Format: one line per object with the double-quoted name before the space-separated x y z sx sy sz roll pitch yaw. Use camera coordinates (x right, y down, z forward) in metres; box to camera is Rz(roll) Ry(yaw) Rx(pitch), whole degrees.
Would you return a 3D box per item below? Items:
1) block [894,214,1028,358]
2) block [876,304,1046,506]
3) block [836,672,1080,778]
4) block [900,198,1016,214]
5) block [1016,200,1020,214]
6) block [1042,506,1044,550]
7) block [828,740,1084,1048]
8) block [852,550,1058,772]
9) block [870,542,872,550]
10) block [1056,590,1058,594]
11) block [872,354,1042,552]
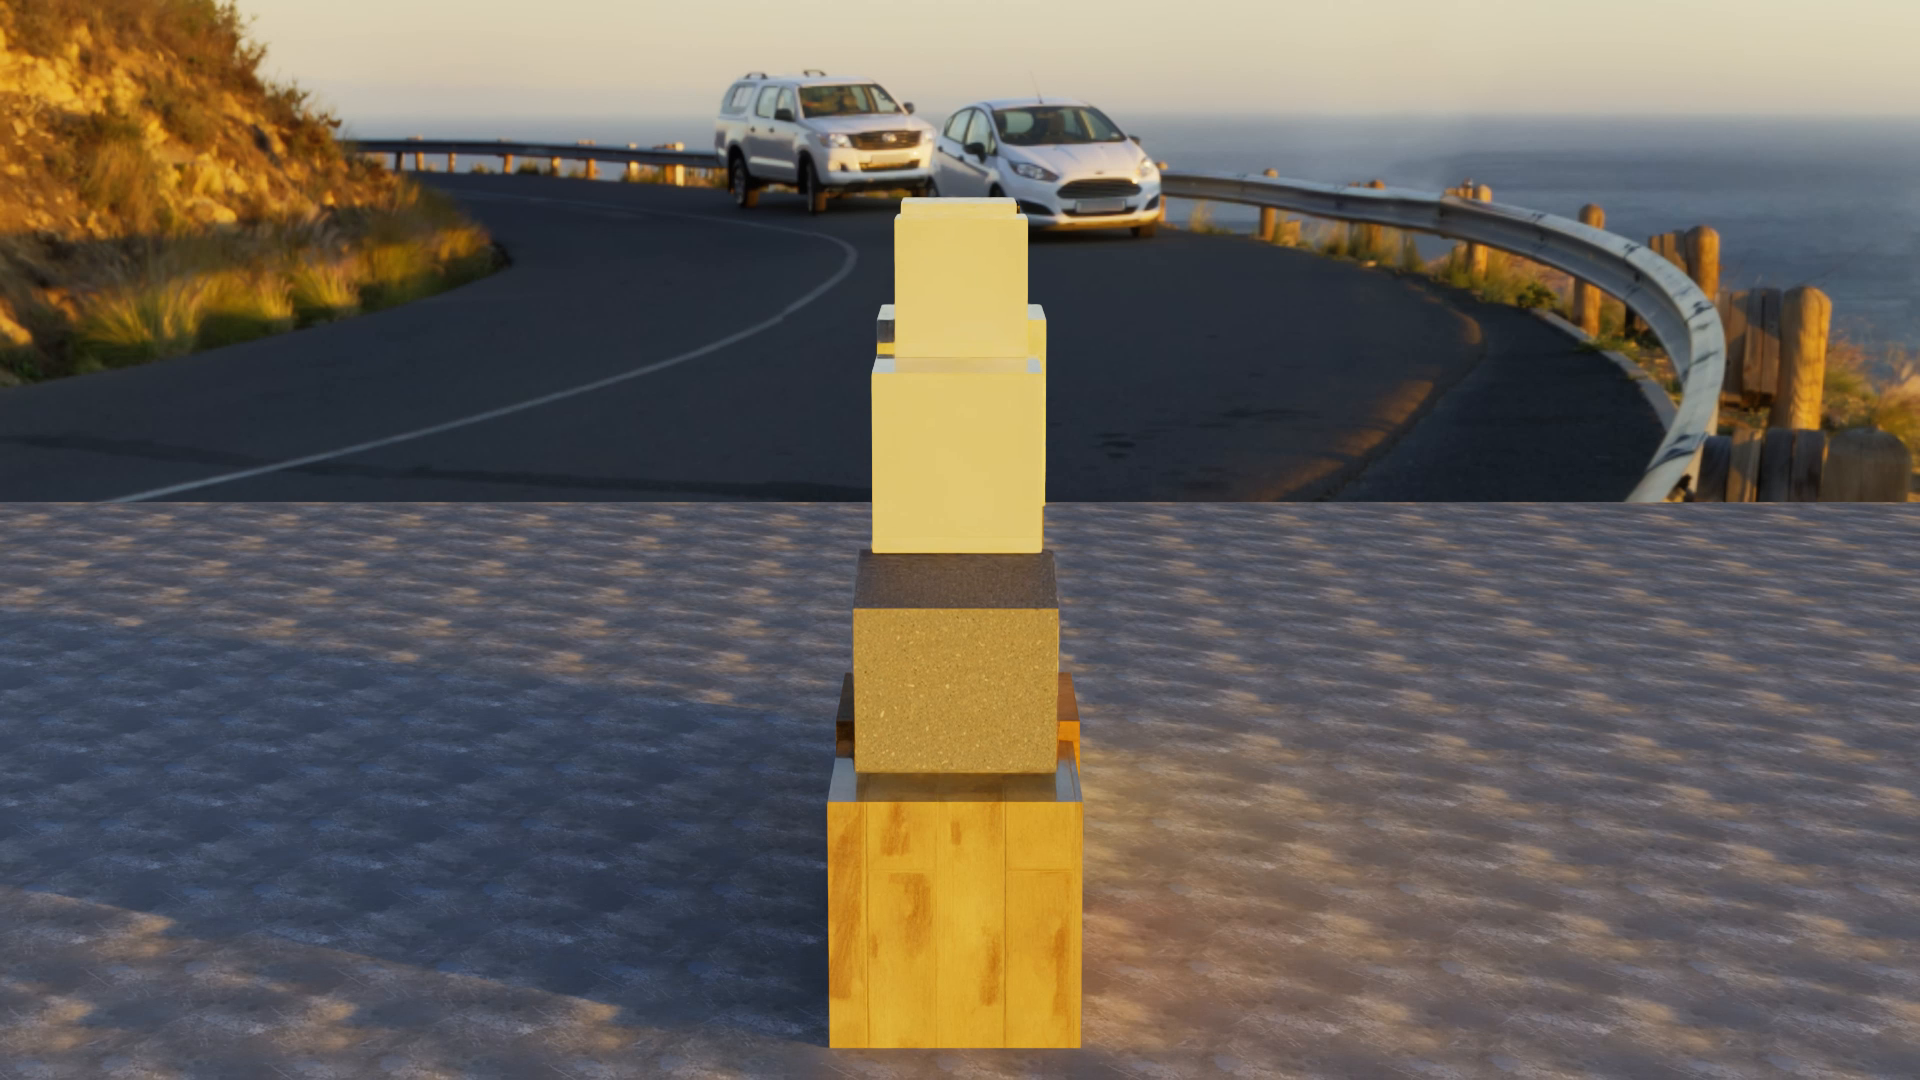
"block" 0.005 -1.045 10.487 0.530 0.550 0.480 0 9 0
"block" 0.007 -0.610 11.410 0.725 0.810 0.720 0 10 0
"block" -0.008 1.130 10.536 0.954 1.007 0.835 0 10 0
"block" -0.006 -1.195 10.950 0.480 0.506 0.477 0 10 0
"block" 0.009 -1.267 11.445 0.503 0.470 0.502 0 10 0
"block" -0.003 0.048 11.969 0.759 0.684 0.806 0 10 0
"block" -0.017 1.320 9.702 0.917 0.931 0.854 0 10 0
"block" -0.016 0.452 9.776 0.751 0.656 0.639 0 20 0
"block" -0.020 0.284 10.486 0.662 0.677 0.693 0 10 0
"block" -0.002 0.693 12.990 0.960 0.990 0.921 0 10 0
"block" -0.011 -0.353 10.152 0.650 0.695 0.684 0 10 0
